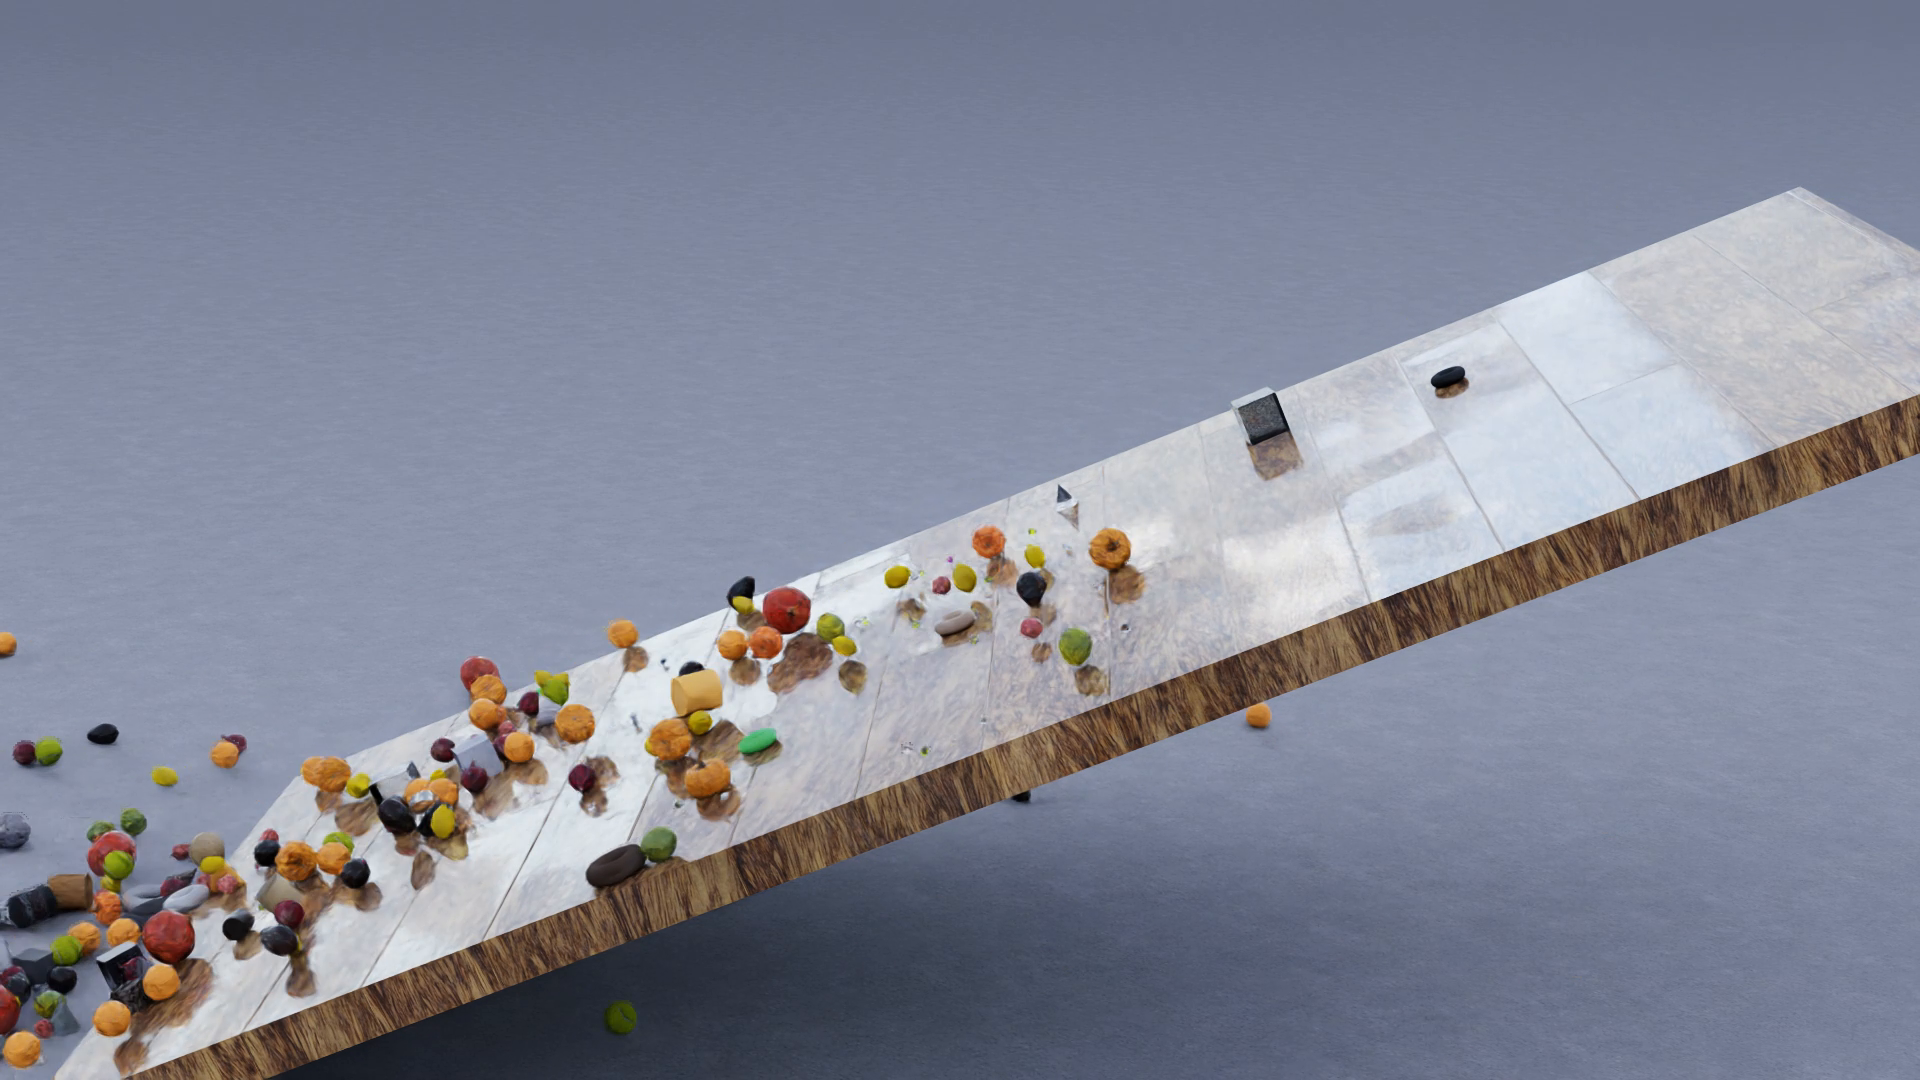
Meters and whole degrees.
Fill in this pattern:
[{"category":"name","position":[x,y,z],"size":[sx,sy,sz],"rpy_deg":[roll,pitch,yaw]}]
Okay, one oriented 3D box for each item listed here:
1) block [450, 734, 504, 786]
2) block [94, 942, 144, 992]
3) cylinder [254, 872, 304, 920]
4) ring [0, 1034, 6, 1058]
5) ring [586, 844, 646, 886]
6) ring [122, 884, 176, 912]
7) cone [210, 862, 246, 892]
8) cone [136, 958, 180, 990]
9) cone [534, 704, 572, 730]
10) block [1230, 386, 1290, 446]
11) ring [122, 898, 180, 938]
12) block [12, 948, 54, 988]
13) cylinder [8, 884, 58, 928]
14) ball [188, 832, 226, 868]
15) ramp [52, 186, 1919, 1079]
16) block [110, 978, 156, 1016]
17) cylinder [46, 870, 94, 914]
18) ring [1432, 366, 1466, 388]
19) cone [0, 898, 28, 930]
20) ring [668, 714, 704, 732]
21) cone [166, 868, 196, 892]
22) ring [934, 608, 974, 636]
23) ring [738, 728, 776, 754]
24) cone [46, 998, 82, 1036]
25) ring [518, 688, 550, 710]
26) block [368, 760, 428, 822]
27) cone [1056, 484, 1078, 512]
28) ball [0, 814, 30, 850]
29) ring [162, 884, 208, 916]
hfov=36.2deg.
[{"category":"block","position":[-1.096,0.499,6.675],"size":[0.083,0.083,0.083],"rpy_deg":[-26,13,-15]},{"category":"block","position":[-1.757,0.899,6.183],"size":[0.077,0.077,0.077],"rpy_deg":[-29,14,-28]},{"category":"cylinder","position":[-1.432,0.750,6.187],"size":[0.072,0.072,0.072],"rpy_deg":[-43,14,13]},{"category":"ring","position":[-2.036,1.046,6.042],"size":[0.149,0.050,0.149],"rpy_deg":[1,14,0]},{"category":"ring","position":[-0.642,0.608,5.489],"size":[0.120,0.040,0.120],"rpy_deg":[-23,11,5]},{"category":"ring","position":[-1.888,0.842,6.859],"size":[0.132,0.044,0.132],"rpy_deg":[4,16,-1]},{"category":"cone","position":[-1.639,0.768,6.631],"size":[0.074,0.074,0.074],"rpy_deg":[11,17,19]},{"category":"cone","position":[-1.654,0.901,6.079],"size":[0.082,0.082,0.082],"rpy_deg":[1,12,-26]},{"category":"cone","position":[-0.947,0.406,6.912],"size":[0.084,0.084,0.084],"rpy_deg":[-23,19,-10]},{"category":"block","position":[0.689,-0.285,6.761],"size":[0.094,0.094,0.094],"rpy_deg":[-23,12,-1]},{"category":"ring","position":[-1.851,0.864,6.733],"size":[0.141,0.047,0.141],"rpy_deg":[-15,16,4]},{"category":"block","position":[-2.030,0.938,6.445],"size":[0.062,0.062,0.062],"rpy_deg":[5,15,19]},{"category":"cylinder","position":[-2.124,0.840,6.736],"size":[0.078,0.078,0.078],"rpy_deg":[11,21,38]},{"category":"ball","position":[-1.771,0.729,6.917],"size":[0.085,0.085,0.085],"rpy_deg":[0,14,0]},{"category":"ramp","position":[0.126,0.172,6.289],"size":[4.000,0.100,2.000],"rpy_deg":[-21,12,8]},{"category":"block","position":[-1.680,0.928,5.975],"size":[0.053,0.053,0.053],"rpy_deg":[-16,14,28]},{"category":"cylinder","position":[-2.072,0.822,6.853],"size":[0.084,0.084,0.084],"rpy_deg":[-16,16,-6]},{"category":"ring","position":[1.084,-0.362,6.535],"size":[0.080,0.027,0.080],"rpy_deg":[-23,11,5]},{"category":"cone","position":[-2.166,0.872,6.762],"size":[0.077,0.077,0.077],"rpy_deg":[37,30,22]},{"category":"ring","position":[-0.588,0.392,6.326],"size":[0.080,0.027,0.080],"rpy_deg":[-9,8,1]},{"category":"cone","position":[-1.815,0.794,6.904],"size":[0.065,0.065,0.065],"rpy_deg":[-44,22,-3]},{"category":"ring","position":[-0.011,0.173,6.225],"size":[0.092,0.031,0.092],"rpy_deg":[-21,13,5]},{"category":"ring","position":[-0.409,0.407,5.954],"size":[0.083,0.028,0.083],"rpy_deg":[-23,11,5]},{"category":"cone","position":[-1.890,0.996,6.189],"size":[0.074,0.074,0.074],"rpy_deg":[0,14,0]},{"category":"ring","position":[-1.039,0.389,7.172],"size":[0.087,0.029,0.087],"rpy_deg":[-21,13,5]},{"category":"block","position":[-1.274,0.569,6.679],"size":[0.092,0.092,0.092],"rpy_deg":[-22,12,5]},{"category":"cone","position":[0.241,-0.106,6.896],"size":[0.058,0.058,0.058],"rpy_deg":[-22,12,5]},{"category":"ball","position":[-2.341,0.719,7.260],"size":[0.087,0.087,0.087],"rpy_deg":[0,14,0]},{"category":"ring","position":[-1.747,0.812,6.633],"size":[0.109,0.036,0.109],"rpy_deg":[-21,13,5]}]
